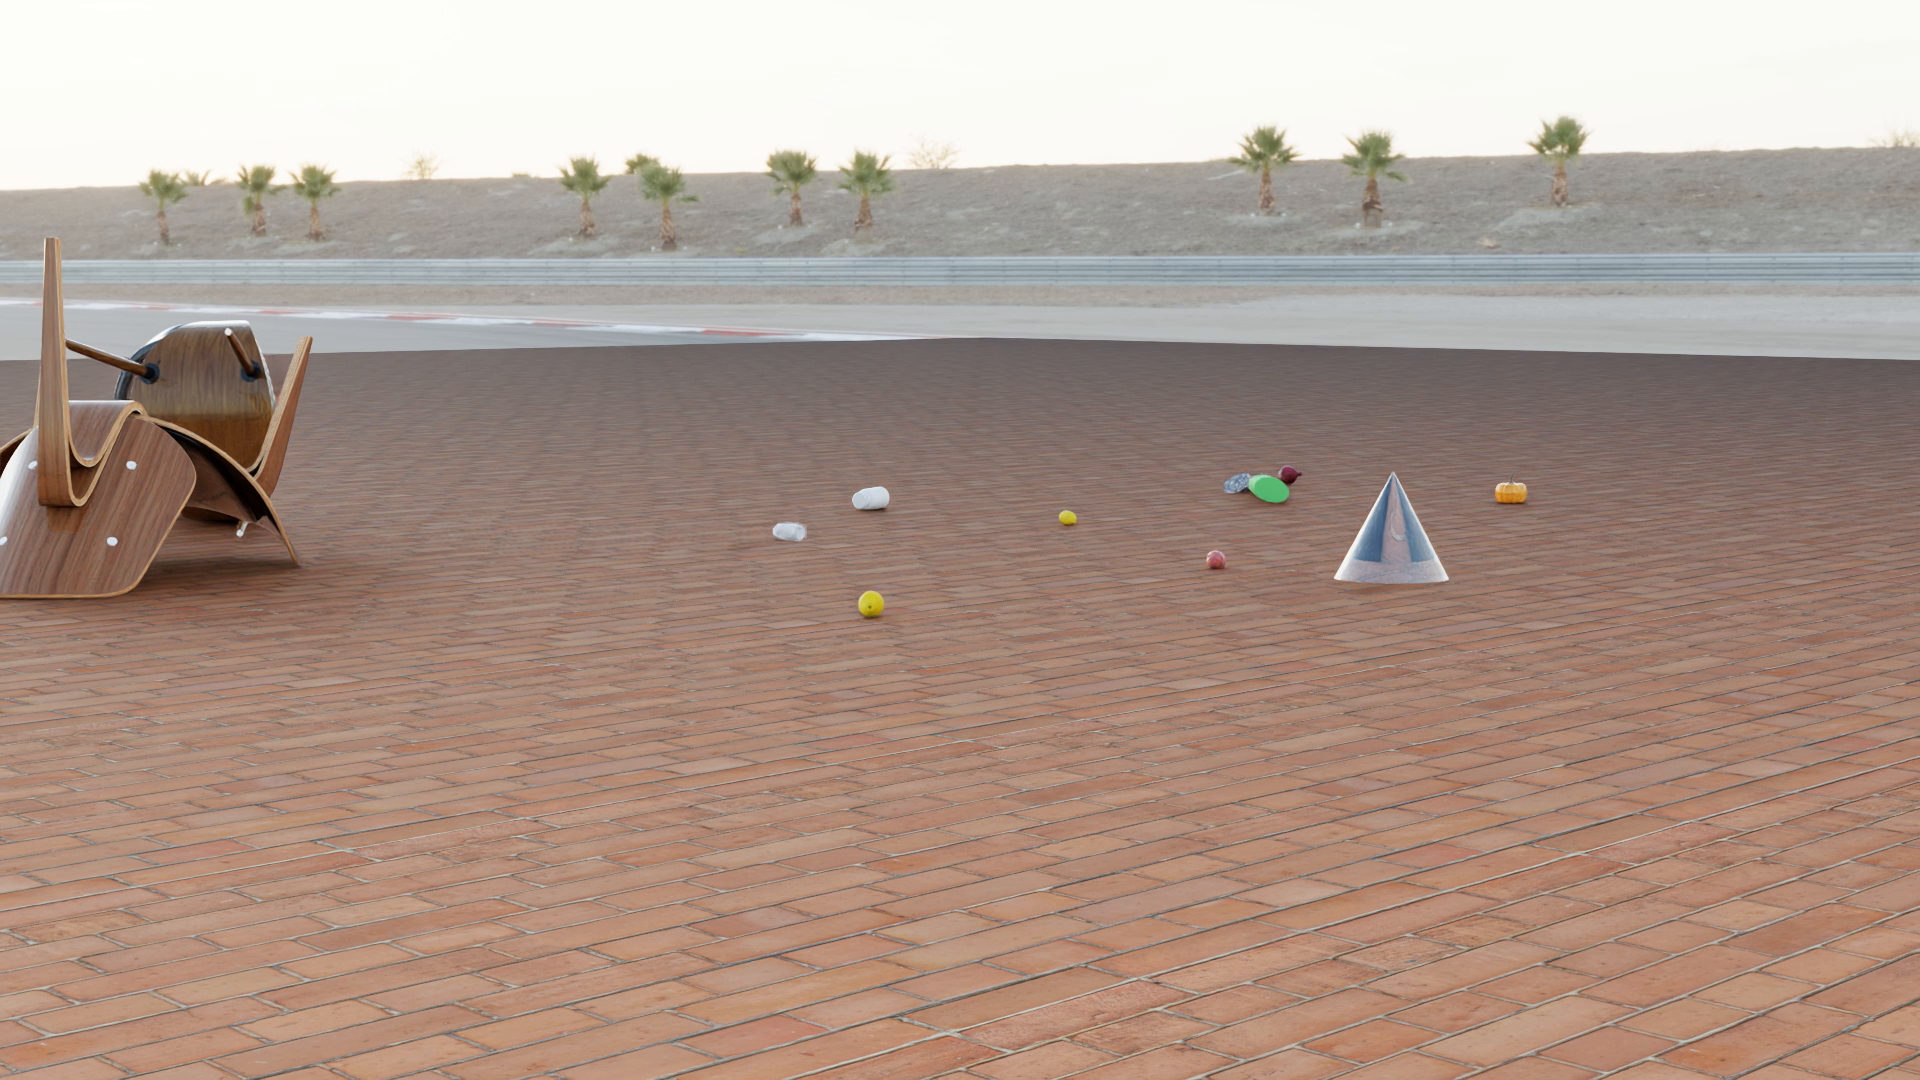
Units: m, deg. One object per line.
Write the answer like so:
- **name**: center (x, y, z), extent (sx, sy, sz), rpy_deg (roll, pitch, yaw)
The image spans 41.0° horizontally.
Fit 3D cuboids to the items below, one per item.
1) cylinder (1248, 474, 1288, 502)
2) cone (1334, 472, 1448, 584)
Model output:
- **cylinder**: center (0.902, -0.150, 7.496), extent (0.105, 0.072, 0.087), rpy_deg (19, 4, -6)
- **cone**: center (0.943, -0.034, 5.596), extent (0.250, 0.235, 0.206), rpy_deg (0, 6, -3)
